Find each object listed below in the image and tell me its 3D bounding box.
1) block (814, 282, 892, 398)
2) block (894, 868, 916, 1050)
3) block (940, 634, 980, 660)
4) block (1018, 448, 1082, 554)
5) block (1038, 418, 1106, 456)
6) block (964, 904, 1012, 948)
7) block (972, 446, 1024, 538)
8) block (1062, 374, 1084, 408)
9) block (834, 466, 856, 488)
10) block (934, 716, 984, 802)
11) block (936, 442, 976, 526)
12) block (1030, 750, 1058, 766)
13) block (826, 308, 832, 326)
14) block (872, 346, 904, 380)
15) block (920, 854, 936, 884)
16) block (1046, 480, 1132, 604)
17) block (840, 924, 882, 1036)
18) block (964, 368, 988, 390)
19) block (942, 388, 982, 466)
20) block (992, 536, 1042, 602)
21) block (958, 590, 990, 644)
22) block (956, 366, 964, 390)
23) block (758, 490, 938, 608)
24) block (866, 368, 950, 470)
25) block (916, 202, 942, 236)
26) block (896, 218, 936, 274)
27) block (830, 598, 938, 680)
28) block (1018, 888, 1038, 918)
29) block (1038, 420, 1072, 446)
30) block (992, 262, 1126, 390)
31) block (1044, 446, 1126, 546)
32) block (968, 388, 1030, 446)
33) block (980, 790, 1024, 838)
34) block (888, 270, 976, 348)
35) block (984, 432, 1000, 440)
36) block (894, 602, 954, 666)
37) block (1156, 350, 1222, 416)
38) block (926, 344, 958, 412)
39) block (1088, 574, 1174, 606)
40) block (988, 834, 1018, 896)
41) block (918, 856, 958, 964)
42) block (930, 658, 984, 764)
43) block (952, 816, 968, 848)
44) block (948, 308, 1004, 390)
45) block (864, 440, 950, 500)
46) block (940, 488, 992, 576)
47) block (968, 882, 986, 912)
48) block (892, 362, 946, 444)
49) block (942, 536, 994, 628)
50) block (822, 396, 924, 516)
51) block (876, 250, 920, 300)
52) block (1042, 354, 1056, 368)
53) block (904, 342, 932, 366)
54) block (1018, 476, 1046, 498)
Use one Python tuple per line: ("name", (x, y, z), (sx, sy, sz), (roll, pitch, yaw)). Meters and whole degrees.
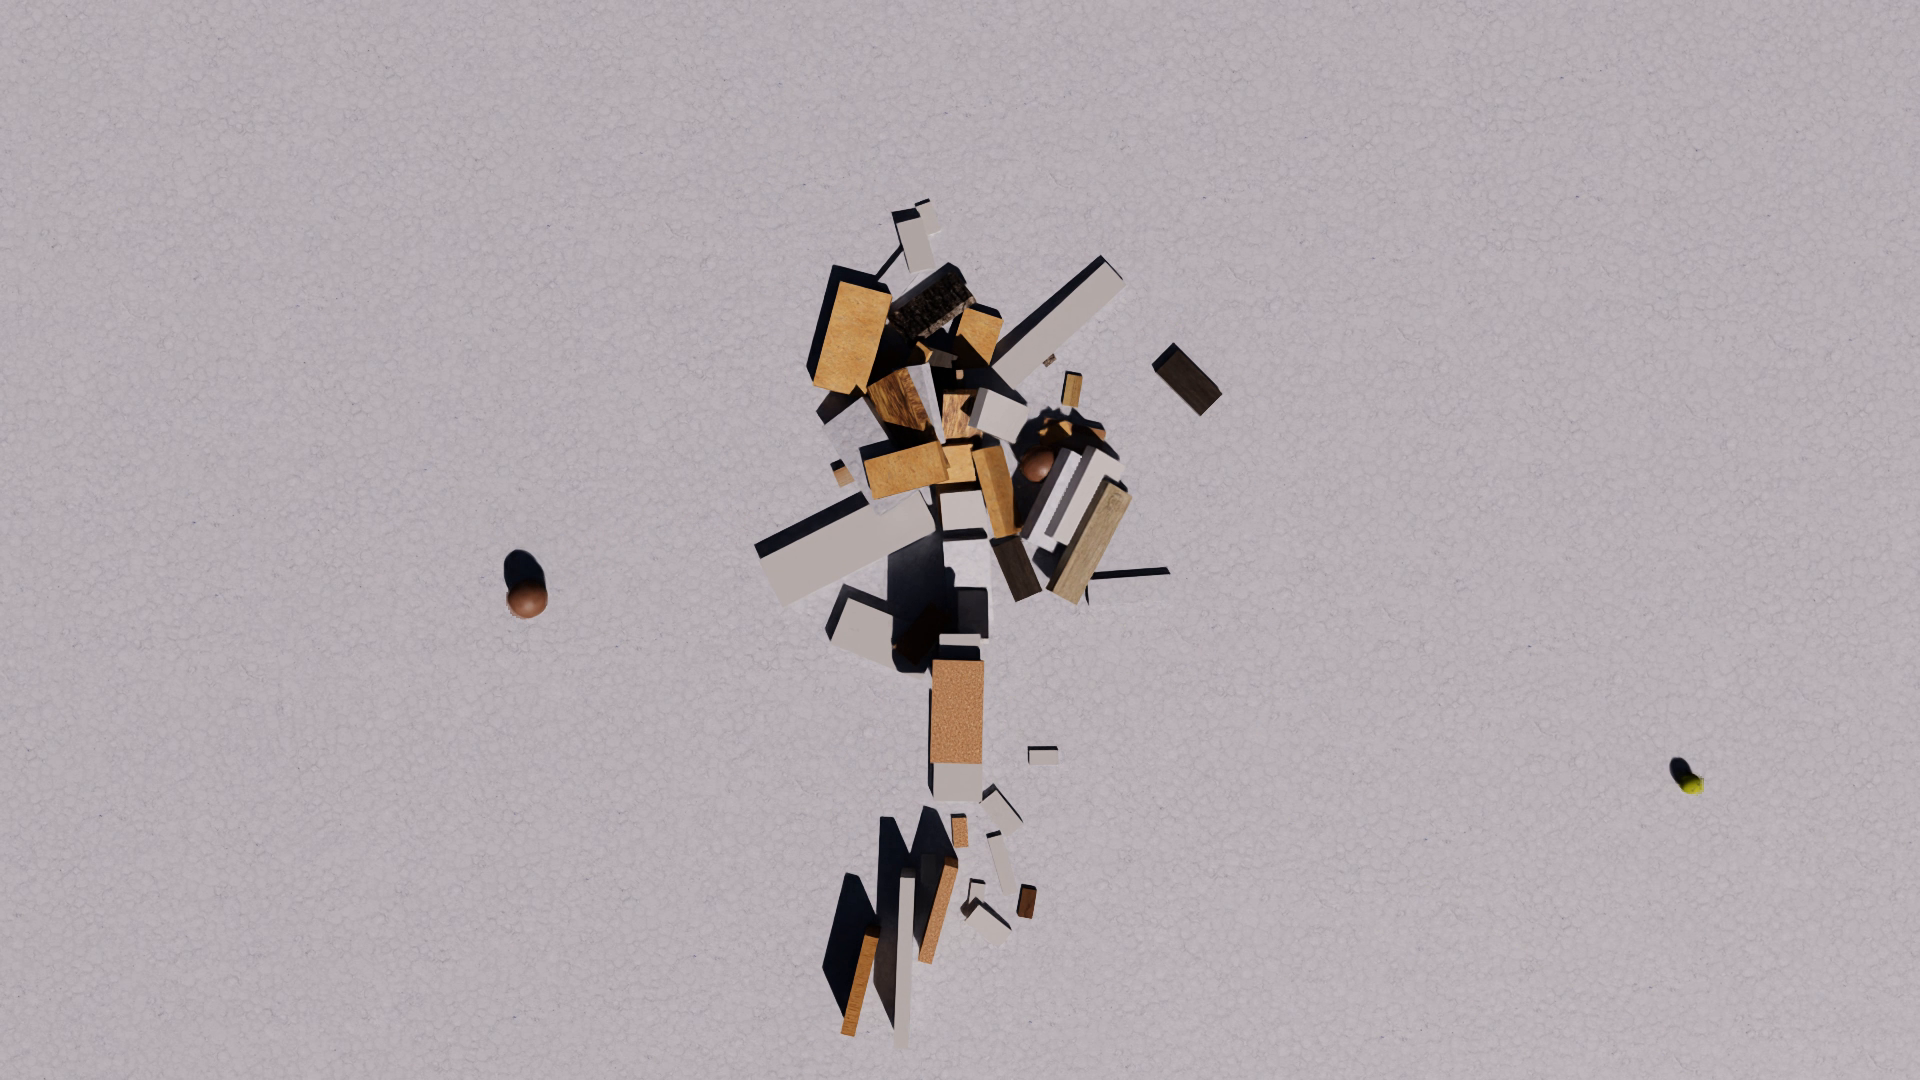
("block", (-0.355, -0.660, 5.459), (0.176, 0.050, 0.353), (15, 90, 0))
("block", (-0.181, 1.371, 5.418), (0.047, 0.164, 0.556), (2, 90, 0))
("block", (0.000, 0.426, 5.222), (0.129, 0.037, 0.258), (0, 91, 0))
("block", (0.327, -0.127, 5.425), (0.046, 0.162, 0.324), (26, 90, 43))
("block", (0.373, -0.334, 5.485), (0.208, 0.029, 0.104), (13, 90, 0))
("block", (0.094, 1.282, 5.481), (0.146, 0.021, 0.073), (40, 90, -7))
("block", (0.127, -0.159, 5.425), (0.042, 0.147, 0.294), (-15, 90, 27))
("block", (0.375, -0.496, 5.493), (0.052, 0.015, 0.103), (10, 90, 0))
("block", (-0.358, -0.223, 5.479), (0.114, 0.016, 0.057), (-25, 90, 0))
("block", (-0.005, 0.703, 5.477), (0.161, 0.046, 0.322), (1, 90, 0))
("block", (-0.014, -0.186, 5.439), (0.133, 0.038, 0.266), (-5, 109, 0))
("block", (0.279, 0.724, 5.493), (0.096, 0.014, 0.048), (-1, 90, 0))
("block", (-0.387, -0.738, 5.492), (0.114, 0.016, 0.057), (2, 90, 0))
("block", (-0.249, -0.586, 5.492), (0.058, 0.016, 0.116), (42, 90, 0))
("block", (-0.105, 1.093, 5.493), (0.049, 0.014, 0.098), (1, 90, 0))
("block", (0.427, 0.009, 5.441), (0.130, 0.037, 0.405), (28, 89, -42))
("block", (-0.325, 1.443, 5.418), (0.047, 0.164, 0.329), (14, 90, 0))
("block", (0.057, -0.490, 5.451), (0.077, 0.022, 0.153), (-7, 90, 0))
("block", (0.007, -0.368, 5.406), (0.133, 0.038, 0.266), (0, 124, -4))
("block", (0.191, 0.098, 5.486), (0.098, 0.028, 0.196), (-23, 90, 0))
("block", (0.043, 0.250, 5.359), (0.098, 0.028, 0.196), (0, 50, -1))
("block", (0.004, -0.489, 5.422), (0.022, 0.077, 0.153), (-5, 105, 0))
("block", (-0.369, 0.016, 5.475), (0.577, 0.050, 0.176), (-27, 90, 0))
("block", (-0.169, -0.368, 5.389), (0.162, 0.046, 0.356), (-24, 90, 45))
("block", (-0.105, -1.068, 5.493), (0.052, 0.015, 0.104), (-20, 90, 0))
("block", (-0.145, -0.974, 5.464), (0.086, 0.024, 0.173), (-16, 86, -5))
("block", (-0.248, 0.329, 5.477), (0.329, 0.047, 0.164), (22, 90, 0))
("block", (0.225, 1.210, 5.493), (0.048, 0.014, 0.096), (10, 90, 0))
("block", (0.313, -0.353, 5.463), (0.104, 0.015, 0.052), (-22, 90, 0))
("block", (0.328, -0.709, 5.475), (0.515, 0.029, 0.104), (-43, 90, -2))
("block", (0.411, -0.132, 5.428), (0.162, 0.046, 0.324), (26, 90, -43))
("block", (0.129, -0.402, 5.383), (0.037, 0.259, 0.130), (17, 90, 35))
("block", (0.138, 0.910, 5.490), (0.073, 0.021, 0.146), (-39, 90, 0))
("block", (-0.094, -0.761, 5.449), (0.269, 0.038, 0.135), (-36, 59, 0))
("block", (0.078, -0.399, 5.489), (0.156, 0.022, 0.077), (24, 90, 0))
("block", (-0.120, 0.309, 5.438), (0.098, 0.028, 0.196), (39, 91, 0))
("block", (0.762, -0.520, 5.485), (0.208, 0.029, 0.104), (45, 90, 0))
("block", (-0.110, -0.502, 5.449), (0.135, 0.038, 0.269), (18, 104, 1))
("block", (0.565, 0.166, 5.488), (0.280, 0.024, 0.086), (-4, 90, 0))
("block", (0.143, 1.083, 5.493), (0.049, 0.014, 0.201), (-16, 90, 0))
("block", (-0.071, 1.214, 5.419), (0.046, 0.161, 0.322), (16, 90, 0))
("block", (-0.008, 0.538, 5.182), (0.161, 0.046, 0.322), (2, 91, 0))
("block", (0.001, 0.974, 5.493), (0.049, 0.014, 0.098), (-4, 90, 0))
("block", (0.039, -0.622, 5.481), (0.135, 0.038, 0.269), (18, 90, 0))
("block", (-0.173, -0.225, 5.330), (0.259, 0.037, 0.130), (-14, 89, 20))
("block", (0.020, -0.020, 5.443), (0.147, 0.042, 0.294), (-5, 105, 0))
("block", (0.056, 1.191, 5.493), (0.048, 0.014, 0.096), (7, 90, 0))
("block", (-0.135, -0.440, 5.390), (0.133, 0.038, 0.266), (-1, 106, 41))
("block", (0.028, 0.137, 5.440), (0.147, 0.042, 0.294), (-4, 106, 1))
("block", (-0.287, -0.274, 5.416), (0.176, 0.050, 0.353), (-35, 82, 18))
("block", (-0.190, -0.891, 5.488), (0.086, 0.024, 0.173), (39, 90, 0))
("block", (0.277, -0.623, 5.494), (0.045, 0.013, 0.090), (-40, 90, 0))
("block", (-0.141, -0.586, 5.397), (0.058, 0.016, 0.116), (41, 112, 22))
("block", (0.245, -0.175, 5.494), (0.090, 0.013, 0.045), (-23, 90, 0))
